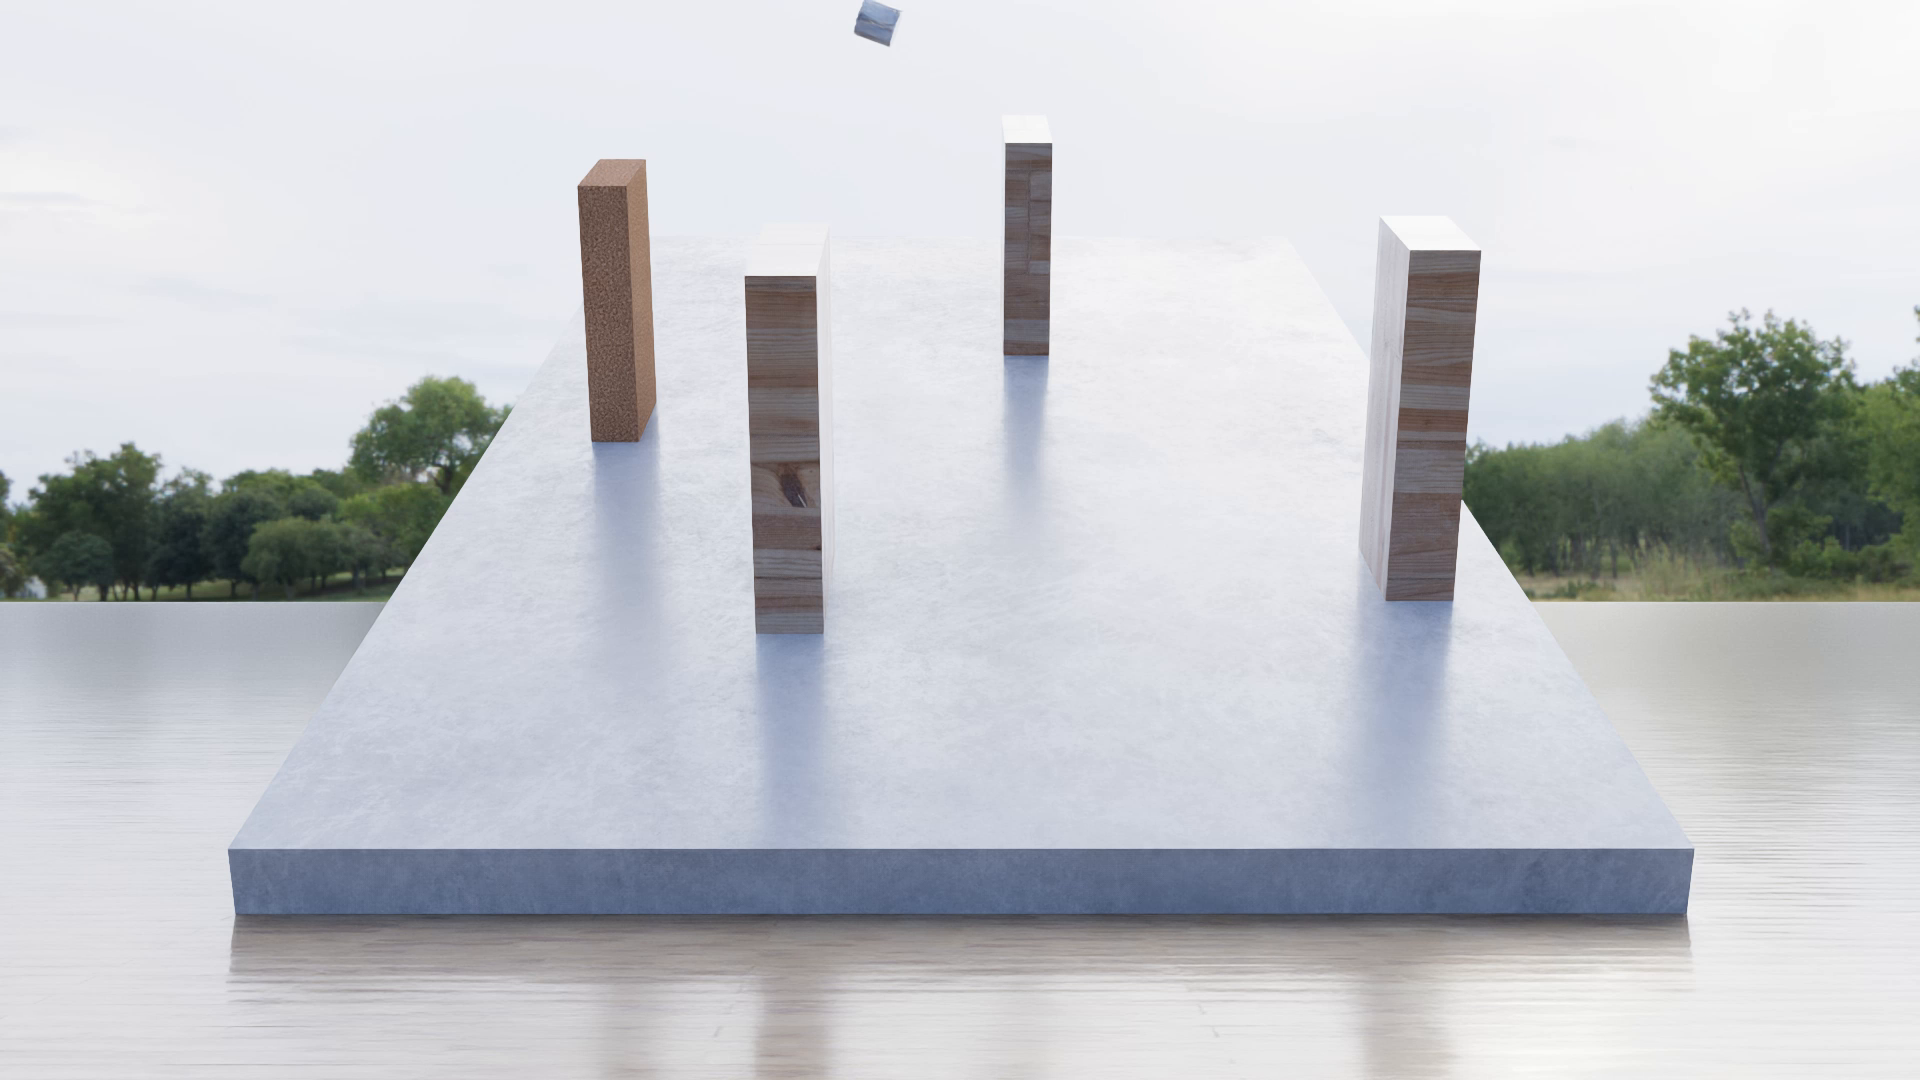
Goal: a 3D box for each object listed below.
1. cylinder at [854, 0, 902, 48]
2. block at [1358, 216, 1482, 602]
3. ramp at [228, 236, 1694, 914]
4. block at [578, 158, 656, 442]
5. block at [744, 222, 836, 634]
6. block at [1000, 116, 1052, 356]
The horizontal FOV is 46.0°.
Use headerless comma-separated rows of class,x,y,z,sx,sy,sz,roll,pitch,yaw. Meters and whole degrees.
cylinder,-0.241,-1.526,6.665,0.114,0.114,0.114,20,-2,0
block,0.806,-0.235,3.993,0.119,0.625,0.282,0,20,0
ramp,-0.005,-0.203,4.982,2.000,0.100,4.000,0,20,0
block,-0.740,-0.523,4.904,0.102,0.552,0.314,0,20,0
block,-0.288,-0.202,3.908,0.115,0.616,0.415,0,20,0
block,0.162,-0.765,5.634,0.113,0.520,0.406,0,20,0
